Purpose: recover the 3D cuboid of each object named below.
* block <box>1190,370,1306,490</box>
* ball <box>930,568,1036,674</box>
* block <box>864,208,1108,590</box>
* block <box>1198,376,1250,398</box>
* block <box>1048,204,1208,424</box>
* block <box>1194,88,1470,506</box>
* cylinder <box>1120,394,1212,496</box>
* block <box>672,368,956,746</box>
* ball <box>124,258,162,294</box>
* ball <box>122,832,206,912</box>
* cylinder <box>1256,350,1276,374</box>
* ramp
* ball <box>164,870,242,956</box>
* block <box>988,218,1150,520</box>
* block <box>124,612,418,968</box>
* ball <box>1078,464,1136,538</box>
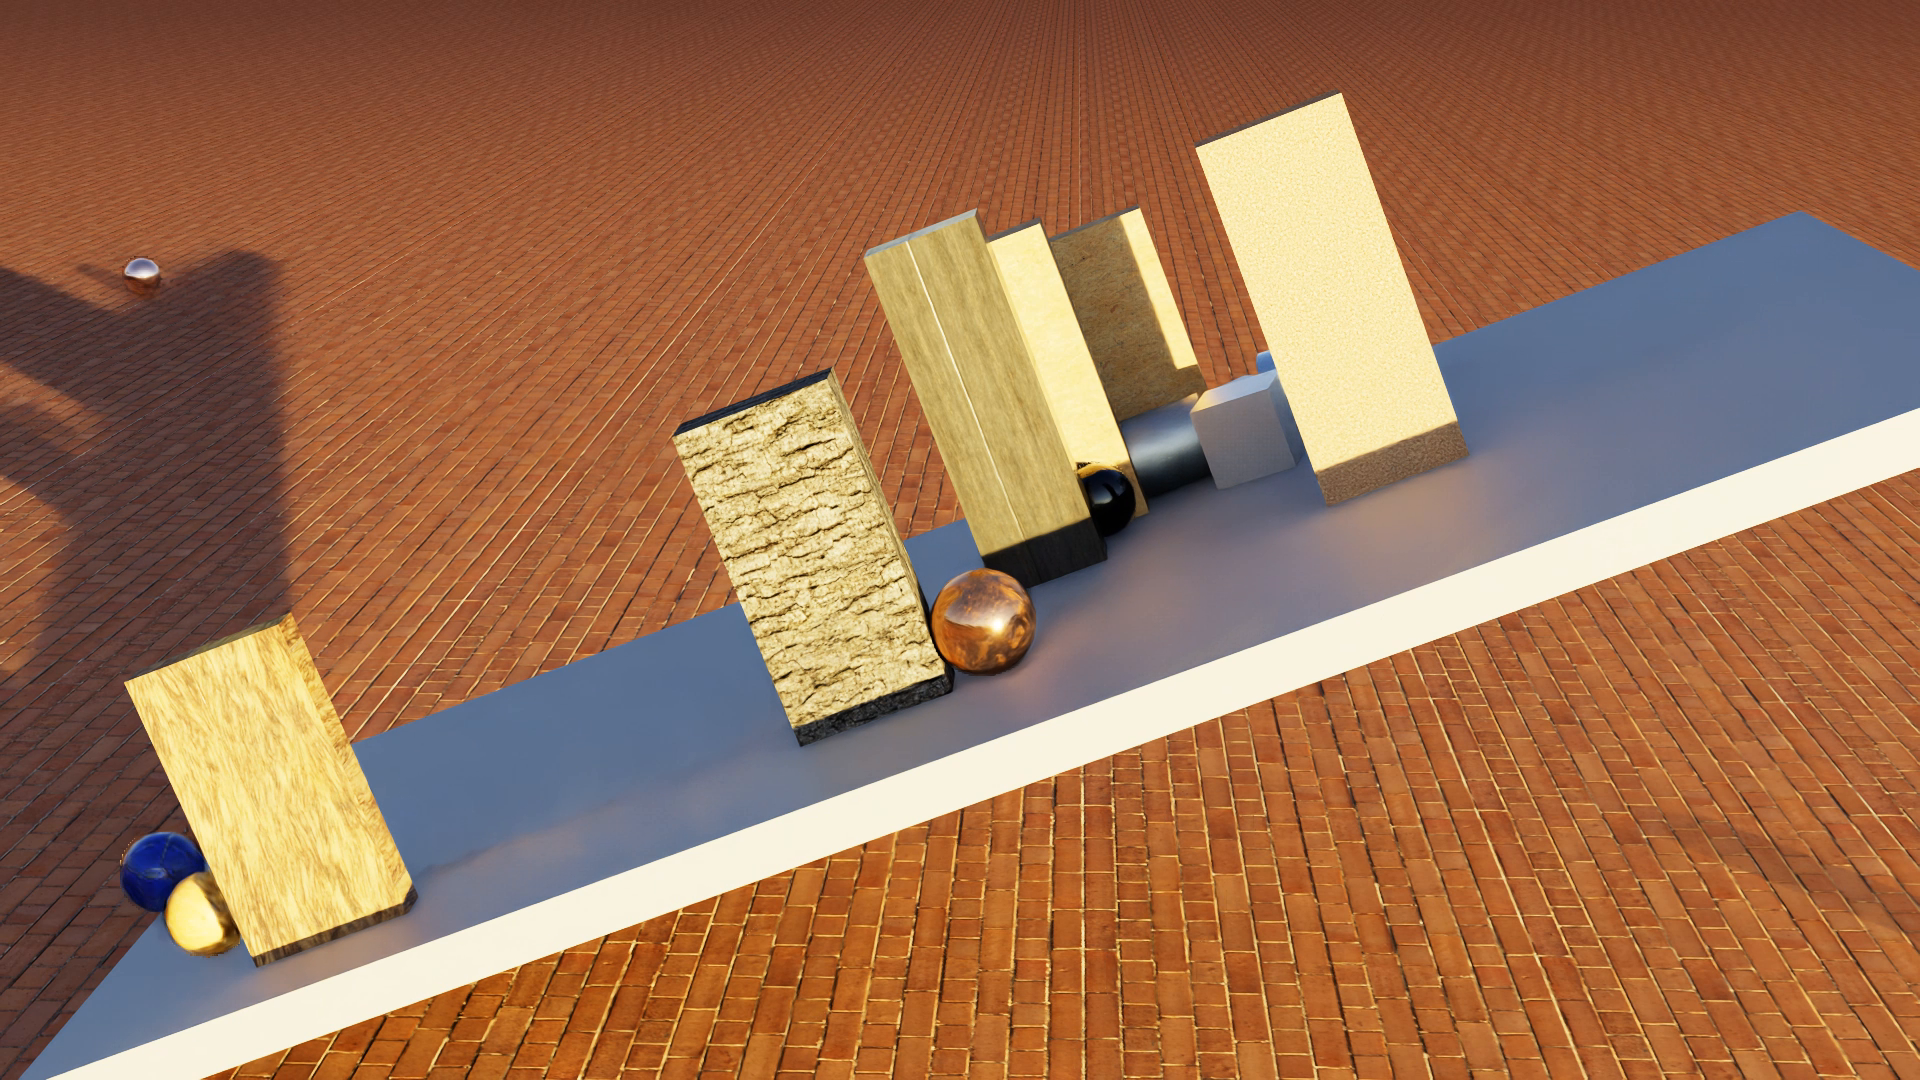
[{"bbox_3d":[0.646,-0.249,6.555,0.186,0.186,0.186,-17,12,21],"label":"block"},{"bbox_3d":[0.046,0.159,5.737,0.208,0.208,0.208,0,13,0],"label":"ball"},{"bbox_3d":[0.059,-0.290,6.295,0.251,0.789,0.132,-20,12,7],"label":"block"},{"bbox_3d":[0.652,-0.281,6.784,0.149,0.149,0.149,-25,12,-17],"label":"block"},{"bbox_3d":[0.385,-0.451,6.908,0.298,0.600,0.091,-20,12,7],"label":"block"},{"bbox_3d":[0.755,-0.489,5.969,0.306,0.782,0.110,-20,12,7],"label":"block"},{"bbox_3d":[0.483,-0.216,6.700,0.186,0.186,0.186,-20,12,7],"label":"cylinder"},{"bbox_3d":[-0.281,0.034,5.756,0.320,0.663,0.139,-20,12,7],"label":"block"},{"bbox_3d":[-4.427,-1.428,15.925,0.197,0.197,0.197,0,13,0],"label":"ball"},{"bbox_3d":[-1.745,0.727,6.445,0.178,0.178,0.178,0,13,0],"label":"ball"},{"bbox_3d":[0.808,-0.379,6.866,0.178,0.178,0.178,-18,8,19],"label":"cylinder"},{"bbox_3d":[0.120,0.175,6.294,4.000,0.100,2.000,-20,12,7],"label":"ramp"},{"bbox_3d":[-1.520,0.754,5.946,0.170,0.170,0.170,0,13,0],"label":"ball"},{"bbox_3d":[0.126,-0.326,6.582,0.375,0.692,0.125,-20,12,7],"label":"block"},{"bbox_3d":[-1.330,0.487,5.700,0.325,0.618,0.091,-20,12,7],"label":"block"},{"bbox_3d":[0.305,-0.086,6.484,0.162,0.162,0.162,0,13,0],"label":"ball"}]
